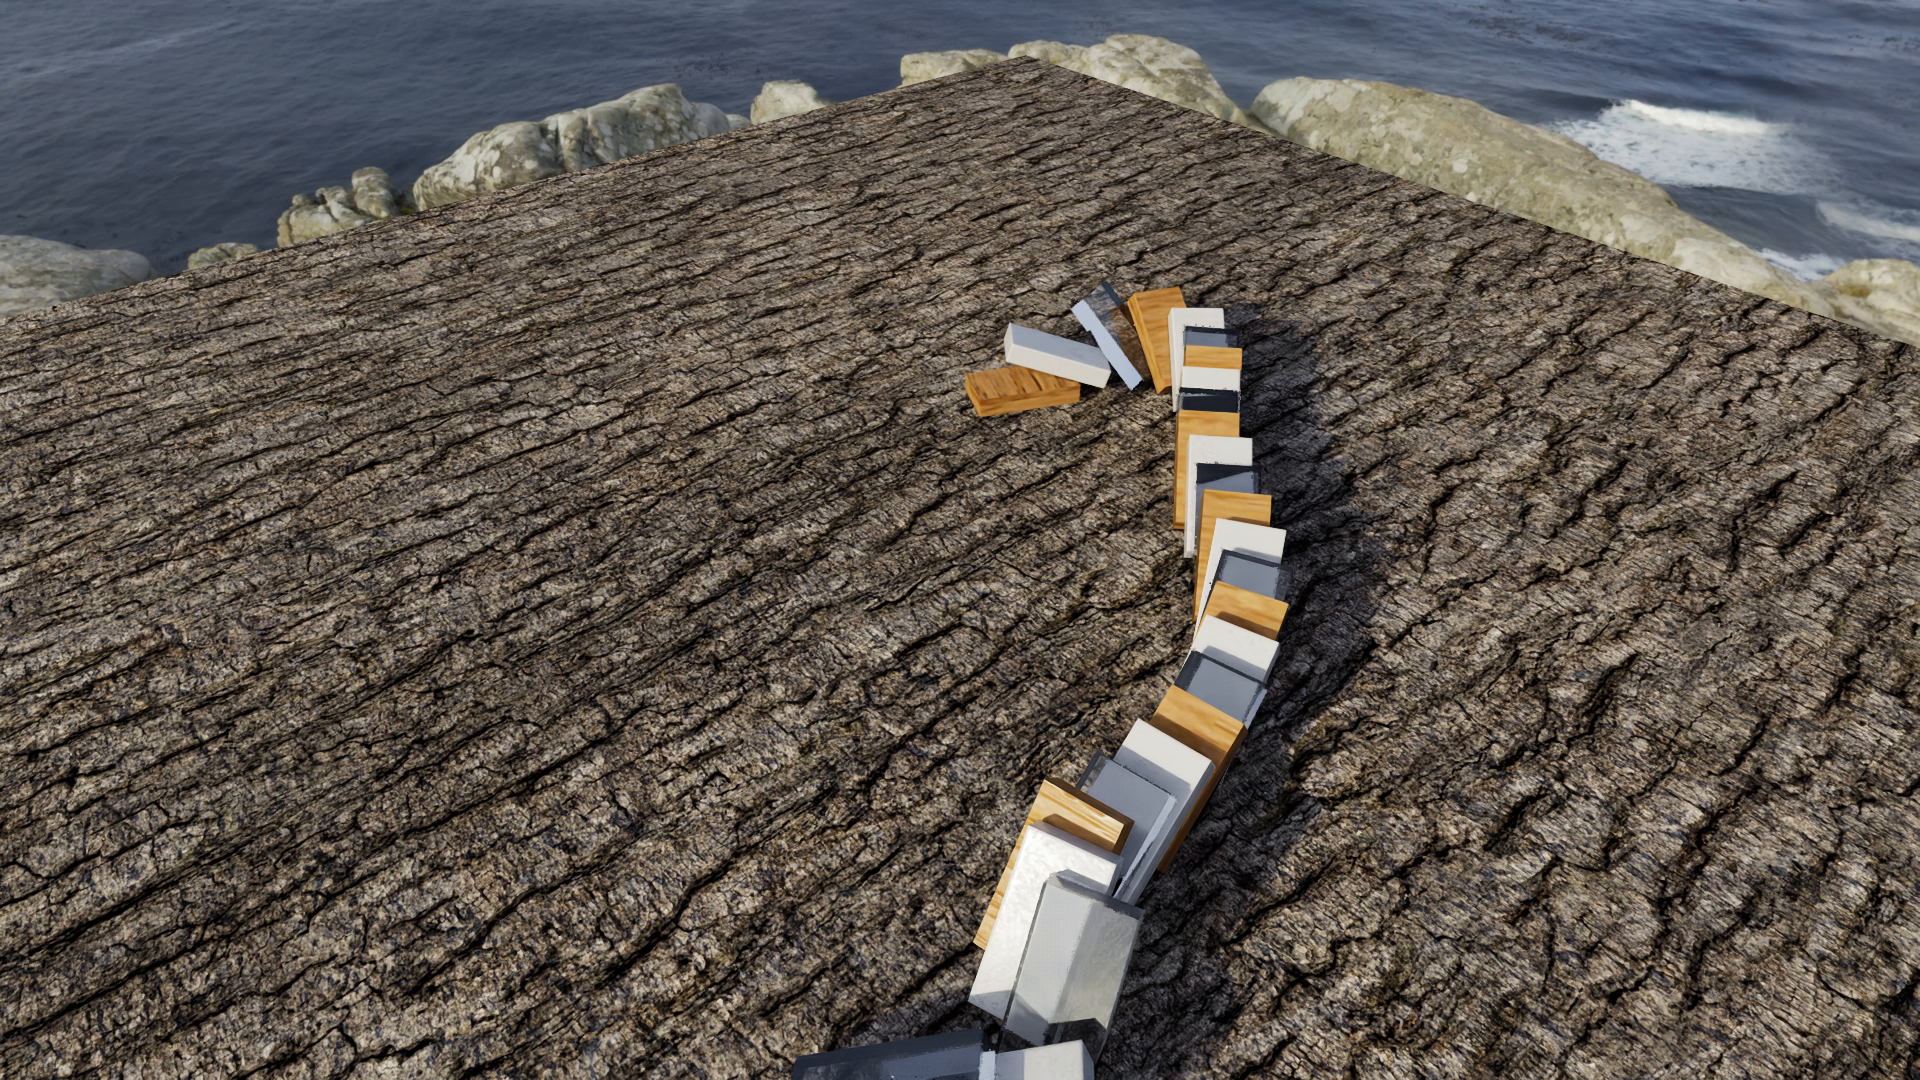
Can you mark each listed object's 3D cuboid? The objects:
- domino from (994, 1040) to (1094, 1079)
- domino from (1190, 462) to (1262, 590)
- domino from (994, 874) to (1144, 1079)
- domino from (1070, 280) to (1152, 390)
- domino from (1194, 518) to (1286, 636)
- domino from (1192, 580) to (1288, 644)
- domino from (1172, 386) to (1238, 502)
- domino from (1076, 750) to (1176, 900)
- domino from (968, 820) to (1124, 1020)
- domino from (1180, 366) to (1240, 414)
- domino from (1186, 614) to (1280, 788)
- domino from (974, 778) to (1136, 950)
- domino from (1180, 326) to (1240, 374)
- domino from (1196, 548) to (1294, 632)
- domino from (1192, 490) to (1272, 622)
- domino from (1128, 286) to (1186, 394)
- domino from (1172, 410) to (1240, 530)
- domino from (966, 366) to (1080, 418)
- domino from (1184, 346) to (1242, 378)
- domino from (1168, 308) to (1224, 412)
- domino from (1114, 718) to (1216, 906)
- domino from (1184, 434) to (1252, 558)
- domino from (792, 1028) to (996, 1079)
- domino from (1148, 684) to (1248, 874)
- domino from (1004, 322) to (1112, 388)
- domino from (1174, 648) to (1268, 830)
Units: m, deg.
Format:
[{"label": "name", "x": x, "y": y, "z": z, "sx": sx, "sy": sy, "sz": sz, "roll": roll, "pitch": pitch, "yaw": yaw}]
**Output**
[{"label": "domino", "x": 0.007, "y": 0.137, "z": 0.261, "sx": 0.050, "sy": 0.009, "sz": 0.025, "roll": -16, "pitch": 29, "yaw": 13}, {"label": "domino", "x": 0.104, "y": -0.005, "z": 0.430, "sx": 0.025, "sy": 0.009, "sz": 0.050, "roll": 4, "pitch": 71, "yaw": 5}, {"label": "domino", "x": 0.027, "y": 0.114, "z": 0.277, "sx": 0.025, "sy": 0.050, "sz": 0.009, "roll": 17, "pitch": 2, "yaw": 19}, {"label": "domino", "x": 0.078, "y": -0.101, "z": 0.541, "sx": 0.050, "sy": 0.010, "sz": 0.025, "roll": 52, "pitch": 48, "yaw": -9}, {"label": "domino", "x": 0.101, "y": 0.019, "z": 0.400, "sx": 0.025, "sy": 0.010, "sz": 0.050, "roll": 11, "pitch": 74, "yaw": 13}, {"label": "domino", "x": 0.091, "y": 0.041, "z": 0.372, "sx": 0.025, "sy": 0.009, "sz": 0.050, "roll": 19, "pitch": 76, "yaw": 21}, {"label": "domino", "x": 0.105, "y": -0.040, "z": 0.472, "sx": 0.025, "sy": 0.009, "sz": 0.050, "roll": 4, "pitch": 72, "yaw": 5}, {"label": "domino", "x": 0.038, "y": 0.089, "z": 0.315, "sx": 0.025, "sy": 0.010, "sz": 0.050, "roll": 27, "pitch": 79, "yaw": 29}, {"label": "domino", "x": 0.023, "y": 0.103, "z": 0.290, "sx": 0.025, "sy": 0.050, "sz": 0.010, "roll": 20, "pitch": 3, "yaw": 22}, {"label": "domino", "x": 0.110, "y": -0.051, "z": 0.486, "sx": 0.025, "sy": 0.010, "sz": 0.050, "roll": 4, "pitch": 72, "yaw": 5}, {"label": "domino", "x": 0.083, "y": 0.052, "z": 0.359, "sx": 0.025, "sy": 0.010, "sz": 0.050, "roll": 22, "pitch": 77, "yaw": 25}, {"label": "domino", "x": 0.026, "y": 0.094, "z": 0.302, "sx": 0.025, "sy": 0.050, "sz": 0.009, "roll": 25, "pitch": 5, "yaw": 27}, {"label": "domino", "x": 0.116, "y": -0.074, "z": 0.513, "sx": 0.025, "sy": 0.010, "sz": 0.050, "roll": 5, "pitch": 74, "yaw": 4}, {"label": "domino", "x": 0.097, "y": 0.031, "z": 0.386, "sx": 0.025, "sy": 0.010, "sz": 0.050, "roll": 16, "pitch": 75, "yaw": 18}, {"label": "domino", "x": 0.103, "y": 0.007, "z": 0.415, "sx": 0.025, "sy": 0.009, "sz": 0.050, "roll": 6, "pitch": 72, "yaw": 7}, {"label": "domino", "x": 0.103, "y": -0.098, "z": 0.541, "sx": 0.025, "sy": 0.010, "sz": 0.050, "roll": -12, "pitch": 78, "yaw": -17}, {"label": "domino", "x": 0.103, "y": -0.029, "z": 0.459, "sx": 0.025, "sy": 0.009, "sz": 0.050, "roll": 4, "pitch": 72, "yaw": 5}, {"label": "domino", "x": 0.030, "y": -0.074, "z": 0.534, "sx": 0.050, "sy": 0.010, "sz": 0.025, "roll": -10, "pitch": 40, "yaw": -12}, {"label": "domino", "x": 0.114, "y": -0.063, "z": 0.500, "sx": 0.025, "sy": 0.010, "sz": 0.050, "roll": 5, "pitch": 74, "yaw": 6}, {"label": "domino", "x": 0.114, "y": -0.086, "z": 0.527, "sx": 0.025, "sy": 0.010, "sz": 0.050, "roll": 0, "pitch": 74, "yaw": -2}, {"label": "domino", "x": 0.051, "y": 0.081, "z": 0.325, "sx": 0.025, "sy": 0.010, "sz": 0.050, "roll": 28, "pitch": 79, "yaw": 30}, {"label": "domino", "x": 0.104, "y": -0.017, "z": 0.444, "sx": 0.025, "sy": 0.009, "sz": 0.050, "roll": 4, "pitch": 72, "yaw": 5}, {"label": "domino", "x": -0.017, "y": 0.134, "z": 0.263, "sx": 0.050, "sy": 0.010, "sz": 0.025, "roll": -16, "pitch": 29, "yaw": 14}, {"label": "domino", "x": 0.063, "y": 0.072, "z": 0.335, "sx": 0.025, "sy": 0.009, "sz": 0.050, "roll": 28, "pitch": 80, "yaw": 30}, {"label": "domino", "x": 0.047, "y": -0.090, "z": 0.535, "sx": 0.050, "sy": 0.009, "sz": 0.025, "roll": 14, "pitch": 33, "yaw": -10}, {"label": "domino", "x": 0.074, "y": 0.063, "z": 0.347, "sx": 0.025, "sy": 0.010, "sz": 0.050, "roll": 25, "pitch": 78, "yaw": 27}]
